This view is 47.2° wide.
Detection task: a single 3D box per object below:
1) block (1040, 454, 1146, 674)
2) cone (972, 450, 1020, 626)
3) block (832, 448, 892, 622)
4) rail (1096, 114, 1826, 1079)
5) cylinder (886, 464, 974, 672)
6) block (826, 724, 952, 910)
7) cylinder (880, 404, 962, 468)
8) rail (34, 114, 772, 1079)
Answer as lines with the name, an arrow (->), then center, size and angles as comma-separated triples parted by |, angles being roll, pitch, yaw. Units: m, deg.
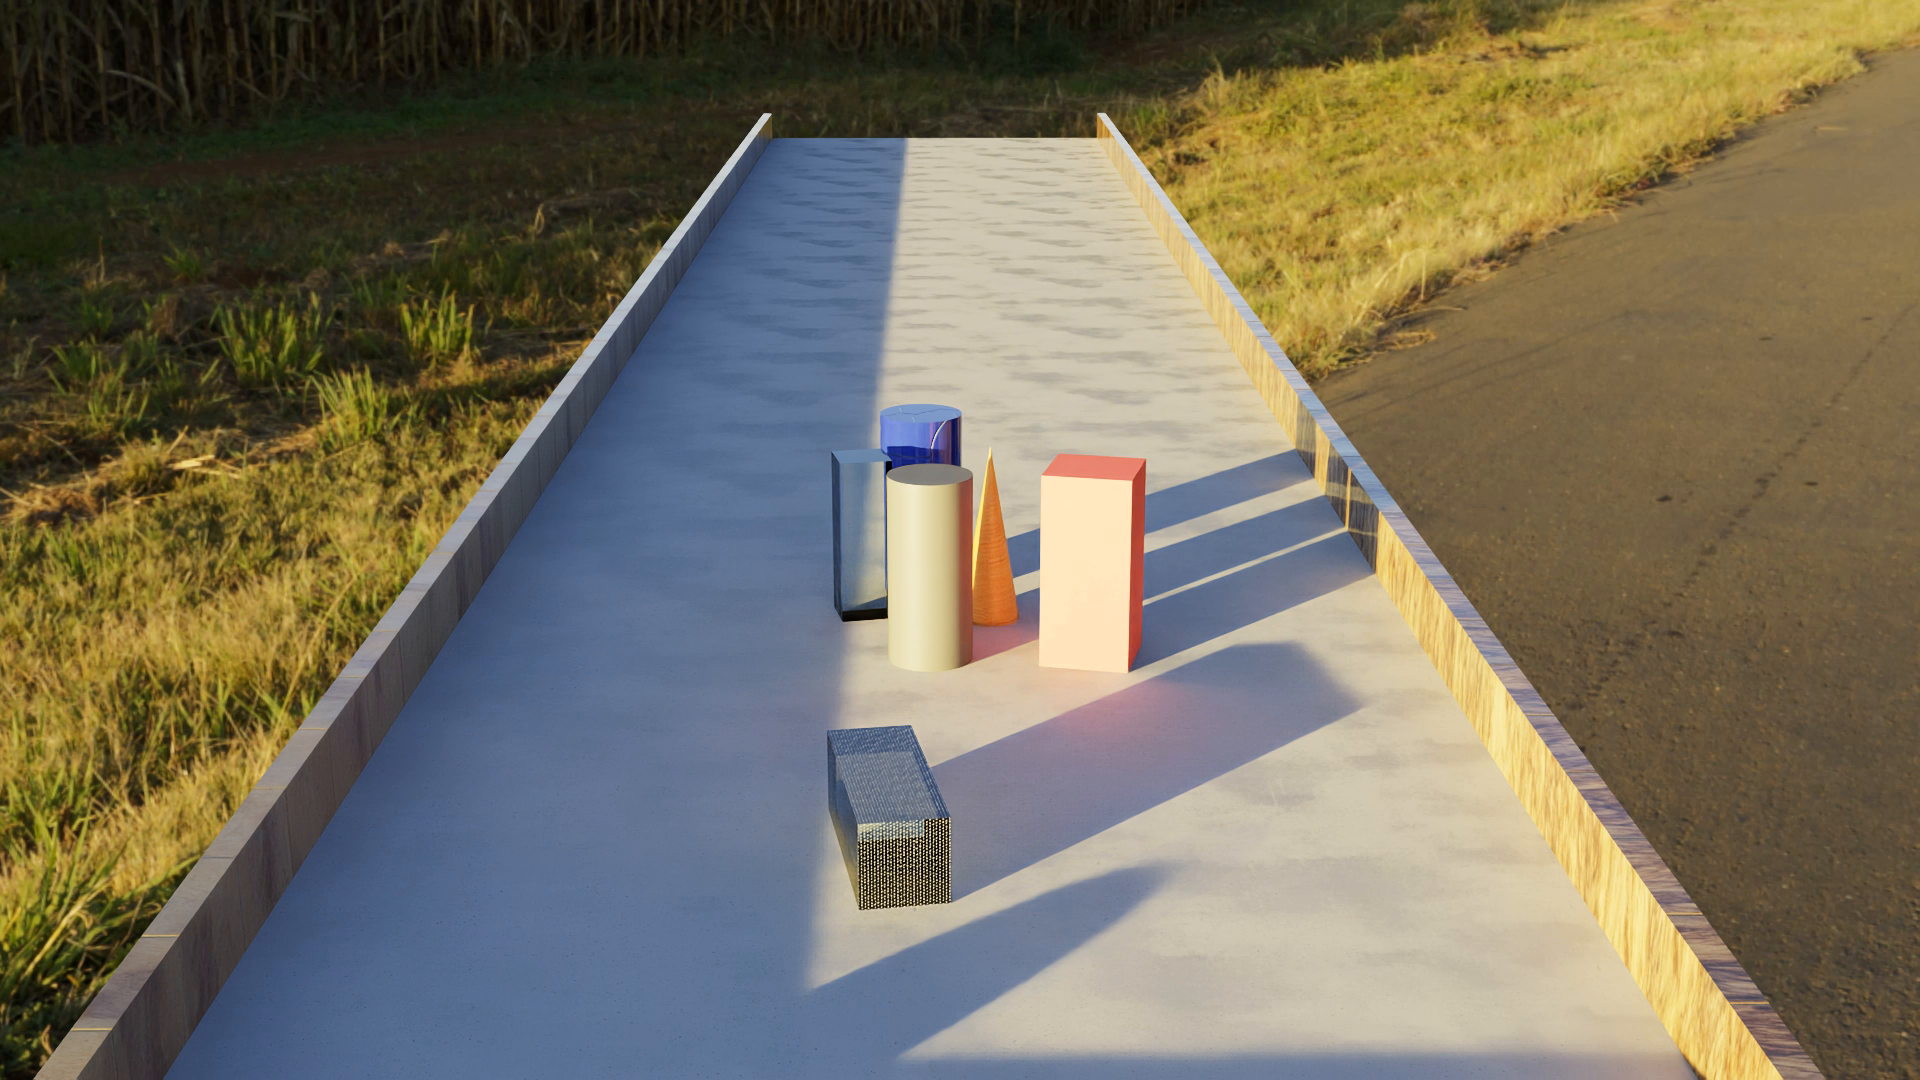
block -> 0.265, 0.044, 4.389 | 0.178, 0.393, 0.178 | 4, 17, 13
cone -> 0.063, -0.016, 4.621 | 0.127, 0.376, 0.127 | 0, 17, 0
block -> -0.207, -0.011, 4.658 | 0.109, 0.345, 0.109 | -4, 17, -12
rail -> 0.932, -0.844, 7.801 | 0.050, 0.150, 12.000 | 0, 17, -1
cylinder -> -0.059, 0.054, 4.377 | 0.170, 0.381, 0.170 | 0, 17, 0
block -> -0.118, 0.436, 3.512 | 0.142, 0.142, 0.389 | -3, 17, -10
cylinder -> -0.085, -0.092, 4.857 | 0.179, 0.387, 0.179 | 0, 17, 0
rail -> -1.118, -0.838, 7.780 | 0.050, 0.150, 12.000 | 0, 17, -1
